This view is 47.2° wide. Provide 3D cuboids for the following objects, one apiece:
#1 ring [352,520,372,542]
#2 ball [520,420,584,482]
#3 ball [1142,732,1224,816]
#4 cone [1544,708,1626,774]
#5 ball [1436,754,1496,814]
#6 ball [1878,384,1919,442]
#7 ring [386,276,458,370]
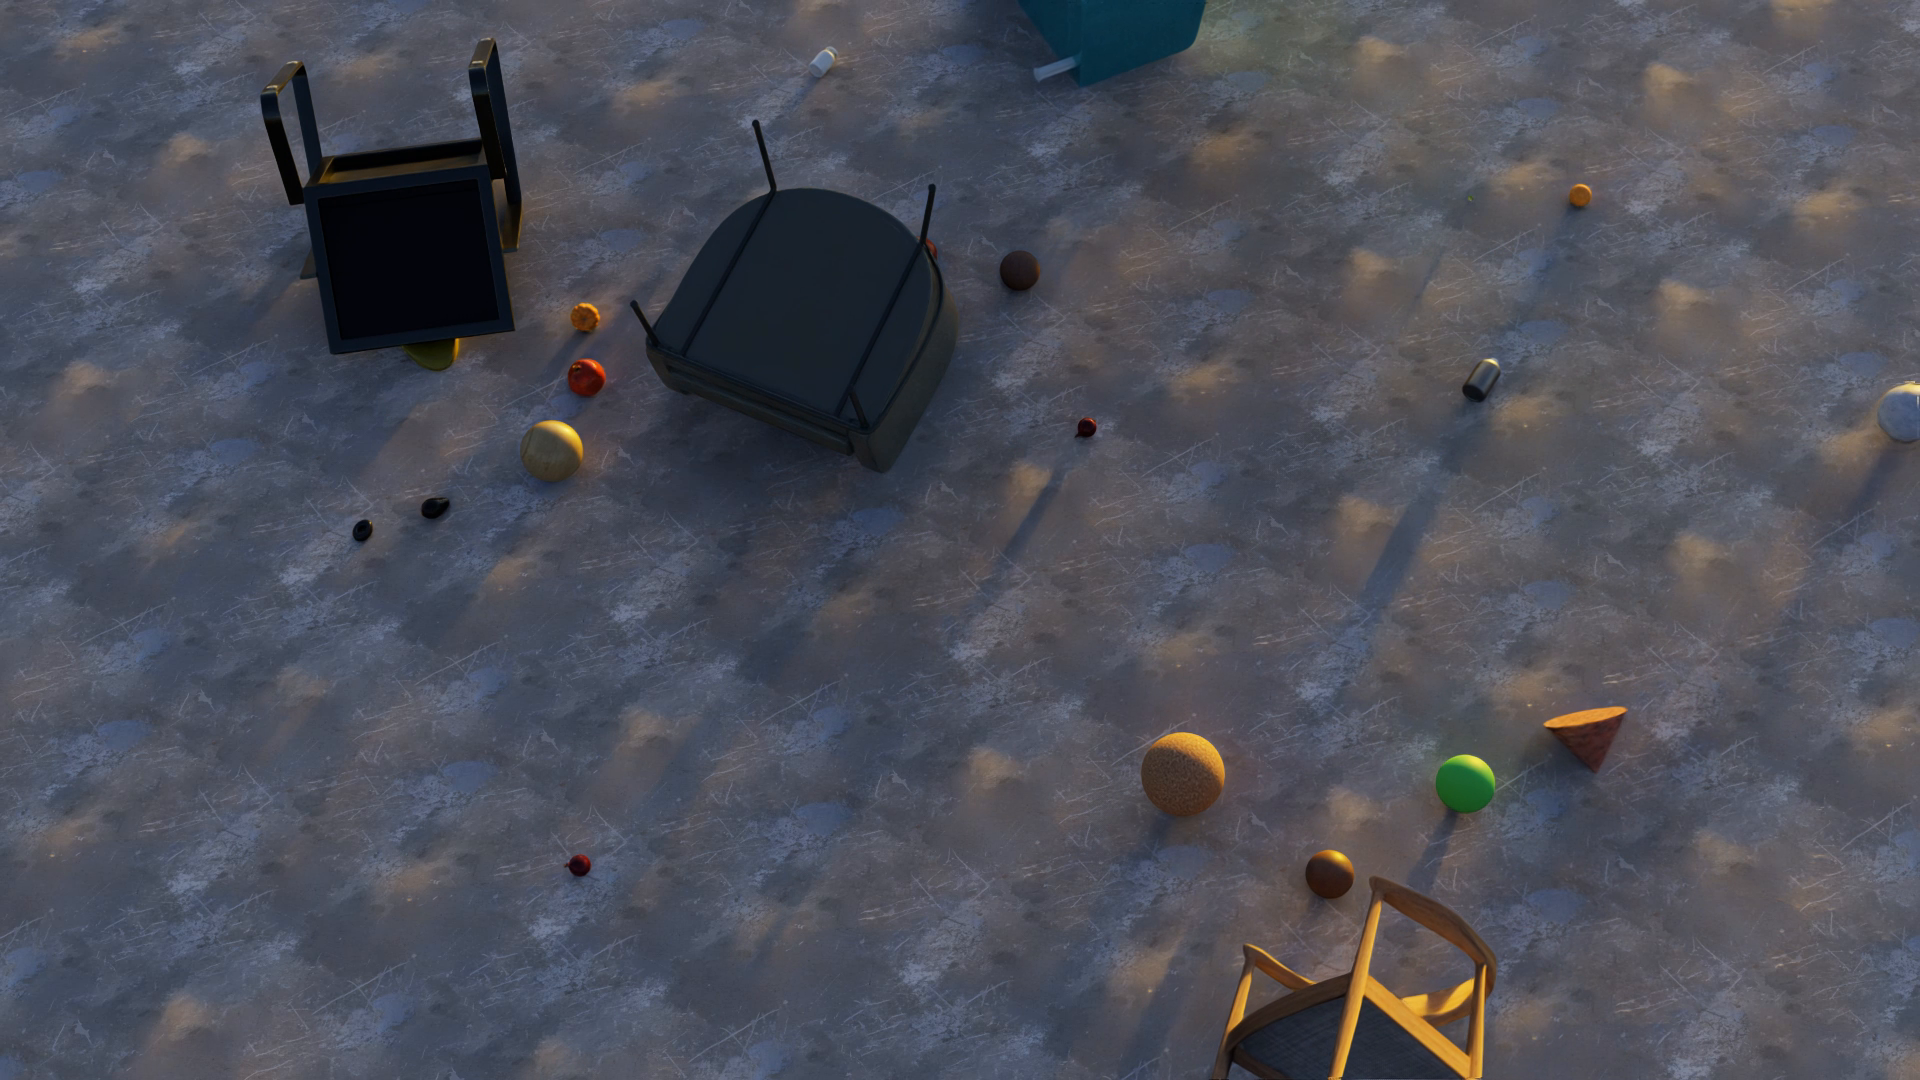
[{"bbox_3d":[-1.786,-0.029,6.576,0.055,0.029,0.074,17,59,9],"label":"ring"},{"bbox_3d":[-1.233,-0.268,6.641,0.188,0.188,0.188,0,56,0],"label":"ball"},{"bbox_3d":[0.609,0.640,6.007,0.228,0.228,0.228,0,56,0],"label":"ball"},{"bbox_3d":[1.759,0.574,6.133,0.255,0.211,0.164,-12,91,-36],"label":"cone"},{"bbox_3d":[1.386,0.669,6.029,0.160,0.160,0.160,0,56,0],"label":"ball"},{"bbox_3d":[2.903,-0.387,6.726,0.179,0.179,0.179,0,56,0],"label":"ball"},{"bbox_3d":[-1.714,-0.693,7.002,0.193,0.053,0.412,-26,63,-12],"label":"ring"}]
